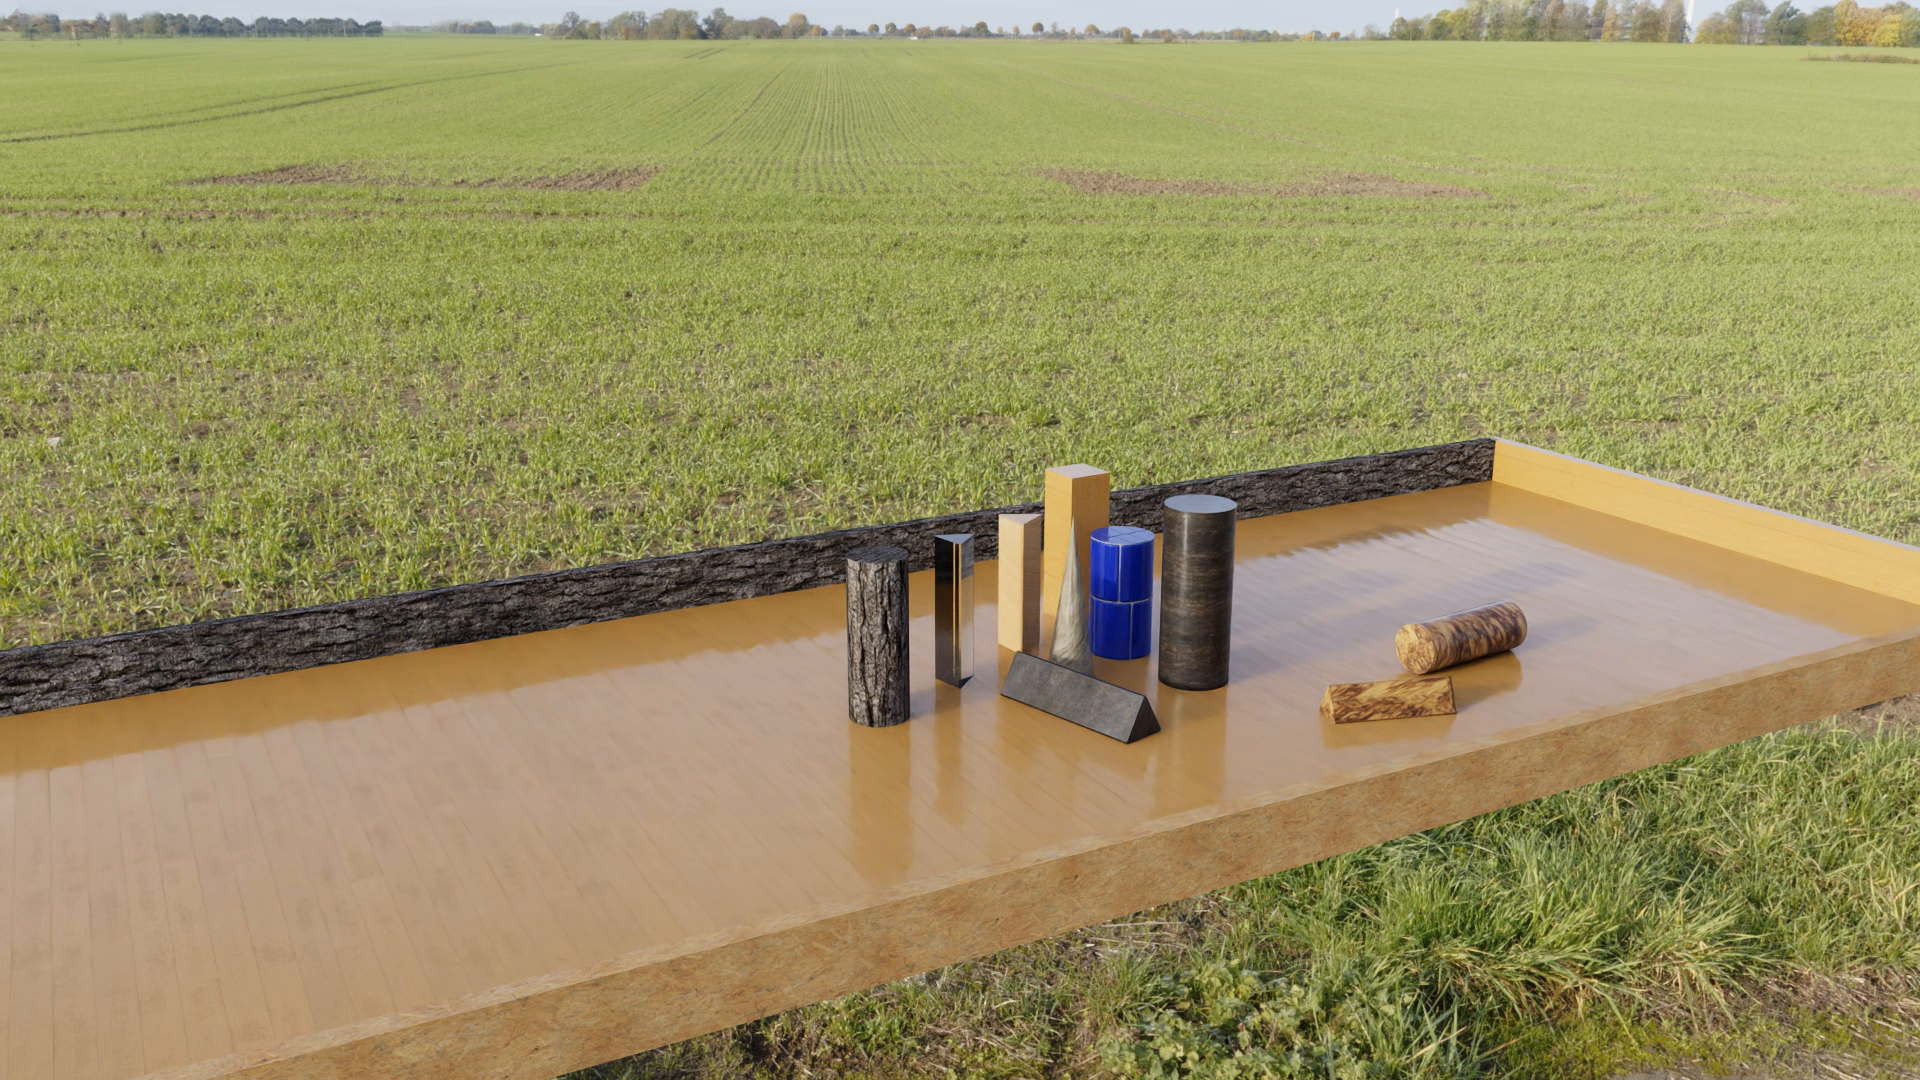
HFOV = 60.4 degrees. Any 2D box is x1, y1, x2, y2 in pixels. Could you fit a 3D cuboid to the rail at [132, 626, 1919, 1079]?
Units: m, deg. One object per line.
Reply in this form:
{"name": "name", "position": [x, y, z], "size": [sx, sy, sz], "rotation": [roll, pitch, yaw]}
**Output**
{"name": "rail", "position": [-2.336, 1.006, 1.665], "size": [12.000, 0.150, 0.050], "rotation": [-9, 18, -27]}

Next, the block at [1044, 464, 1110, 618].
{"name": "block", "position": [0.323, 0.008, 4.590], "size": [0.127, 0.415, 0.127], "rotation": [-10, 19, -30]}

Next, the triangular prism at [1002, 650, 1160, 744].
{"name": "triangular prism", "position": [0.283, 0.363, 3.932], "size": [0.116, 0.101, 0.413], "rotation": [-15, 22, -41]}

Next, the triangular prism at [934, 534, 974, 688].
{"name": "triangular prism", "position": [0.001, 0.172, 4.108], "size": [0.084, 0.374, 0.097], "rotation": [-13, 21, -38]}

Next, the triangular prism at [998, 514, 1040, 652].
{"name": "triangular prism", "position": [0.172, 0.110, 4.351], "size": [0.094, 0.355, 0.109], "rotation": [-10, 19, -30]}

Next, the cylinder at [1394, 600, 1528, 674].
{"name": "cylinder", "position": [1.300, 0.250, 4.275], "size": [0.354, 0.130, 0.130], "rotation": [-10, 19, -31]}

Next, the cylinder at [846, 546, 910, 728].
{"name": "cylinder", "position": [-0.192, 0.226, 3.875], "size": [0.145, 0.401, 0.145], "rotation": [0, 16, 0]}

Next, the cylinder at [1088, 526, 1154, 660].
{"name": "cylinder", "position": [0.422, 0.138, 4.324], "size": [0.167, 0.316, 0.167], "rotation": [0, 16, 0]}

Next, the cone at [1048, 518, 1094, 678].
{"name": "cone", "position": [0.279, 0.143, 4.113], "size": [0.123, 0.425, 0.123], "rotation": [0, 16, 0]}

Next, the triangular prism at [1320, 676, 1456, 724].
{"name": "triangular prism", "position": [1.025, 0.373, 3.940], "size": [0.312, 0.079, 0.091], "rotation": [-3, 16, -11]}

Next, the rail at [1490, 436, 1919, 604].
{"name": "rail", "position": [2.466, -0.048, 5.253], "size": [0.050, 0.150, 2.100], "rotation": [-9, 18, -27]}

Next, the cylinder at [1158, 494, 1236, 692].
{"name": "cylinder", "position": [0.589, 0.130, 4.102], "size": [0.177, 0.457, 0.177], "rotation": [0, 16, 0]}

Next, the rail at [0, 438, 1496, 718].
{"name": "rail", "position": [-3.305, 0.497, 3.399], "size": [12.000, 0.150, 0.050], "rotation": [-9, 18, -27]}
